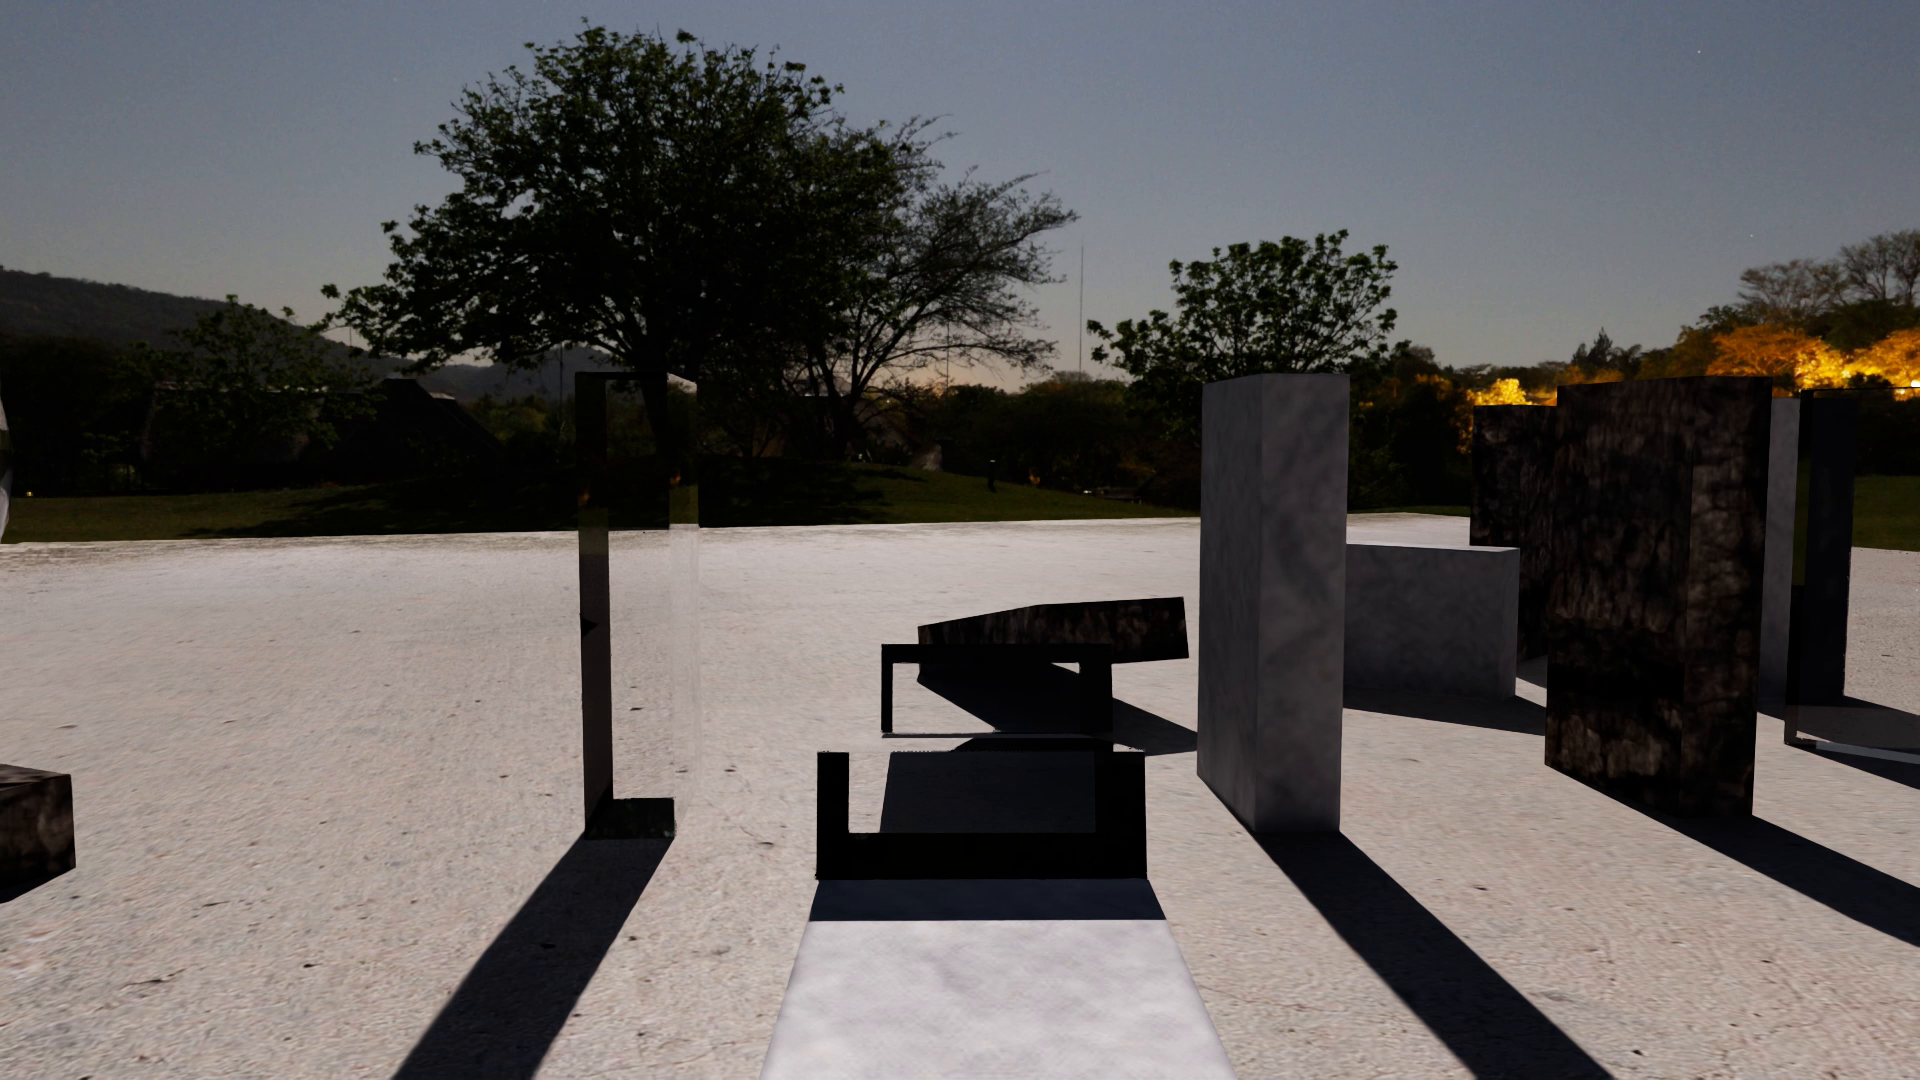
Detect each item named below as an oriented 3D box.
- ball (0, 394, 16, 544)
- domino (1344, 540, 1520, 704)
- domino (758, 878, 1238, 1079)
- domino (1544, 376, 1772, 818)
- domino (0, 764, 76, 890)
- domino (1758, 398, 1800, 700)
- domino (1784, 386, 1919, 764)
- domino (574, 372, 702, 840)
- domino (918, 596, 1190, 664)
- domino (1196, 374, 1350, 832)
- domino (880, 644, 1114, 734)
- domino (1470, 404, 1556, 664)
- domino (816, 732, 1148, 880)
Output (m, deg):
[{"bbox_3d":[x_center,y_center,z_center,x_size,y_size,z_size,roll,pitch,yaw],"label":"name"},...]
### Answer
[{"bbox_3d":[-0.187,-0.011,0.187,0.080,0.080,0.080,0,4,0],"label":"ball"},{"bbox_3d":[0.072,0.013,0.229,0.050,0.025,0.009,4,6,40],"label":"domino"},{"bbox_3d":[0.002,0.032,0.073,0.025,0.009,0.050,0,4,0],"label":"domino"},{"bbox_3d":[0.084,0.006,0.157,0.009,0.050,0.025,-1,4,-9],"label":"domino"},{"bbox_3d":[-0.110,0.030,0.111,0.025,0.009,0.050,2,5,23],"label":"domino"},{"bbox_3d":[0.139,0.001,0.218,0.025,0.050,0.009,-2,5,-20],"label":"domino"},{"bbox_3d":[0.129,0.004,0.174,0.010,0.050,0.025,-4,6,-42],"label":"domino"},{"bbox_3d":[-0.037,0.006,0.149,0.009,0.050,0.025,0,4,-5],"label":"domino"},{"bbox_3d":[0.014,0.017,0.215,0.025,0.009,0.050,-2,-6,-23],"label":"domino"},{"bbox_3d":[0.036,0.006,0.151,0.009,0.050,0.025,0,4,-4],"label":"domino"},{"bbox_3d":[0.004,0.020,0.163,0.025,0.009,0.050,0,-9,-1],"label":"domino"},{"bbox_3d":[0.113,-0.002,0.258,0.025,0.050,0.010,-4,6,-44],"label":"domino"},{"bbox_3d":[0.001,0.024,0.122,0.025,0.009,0.050,0,-7,-1],"label":"domino"}]
